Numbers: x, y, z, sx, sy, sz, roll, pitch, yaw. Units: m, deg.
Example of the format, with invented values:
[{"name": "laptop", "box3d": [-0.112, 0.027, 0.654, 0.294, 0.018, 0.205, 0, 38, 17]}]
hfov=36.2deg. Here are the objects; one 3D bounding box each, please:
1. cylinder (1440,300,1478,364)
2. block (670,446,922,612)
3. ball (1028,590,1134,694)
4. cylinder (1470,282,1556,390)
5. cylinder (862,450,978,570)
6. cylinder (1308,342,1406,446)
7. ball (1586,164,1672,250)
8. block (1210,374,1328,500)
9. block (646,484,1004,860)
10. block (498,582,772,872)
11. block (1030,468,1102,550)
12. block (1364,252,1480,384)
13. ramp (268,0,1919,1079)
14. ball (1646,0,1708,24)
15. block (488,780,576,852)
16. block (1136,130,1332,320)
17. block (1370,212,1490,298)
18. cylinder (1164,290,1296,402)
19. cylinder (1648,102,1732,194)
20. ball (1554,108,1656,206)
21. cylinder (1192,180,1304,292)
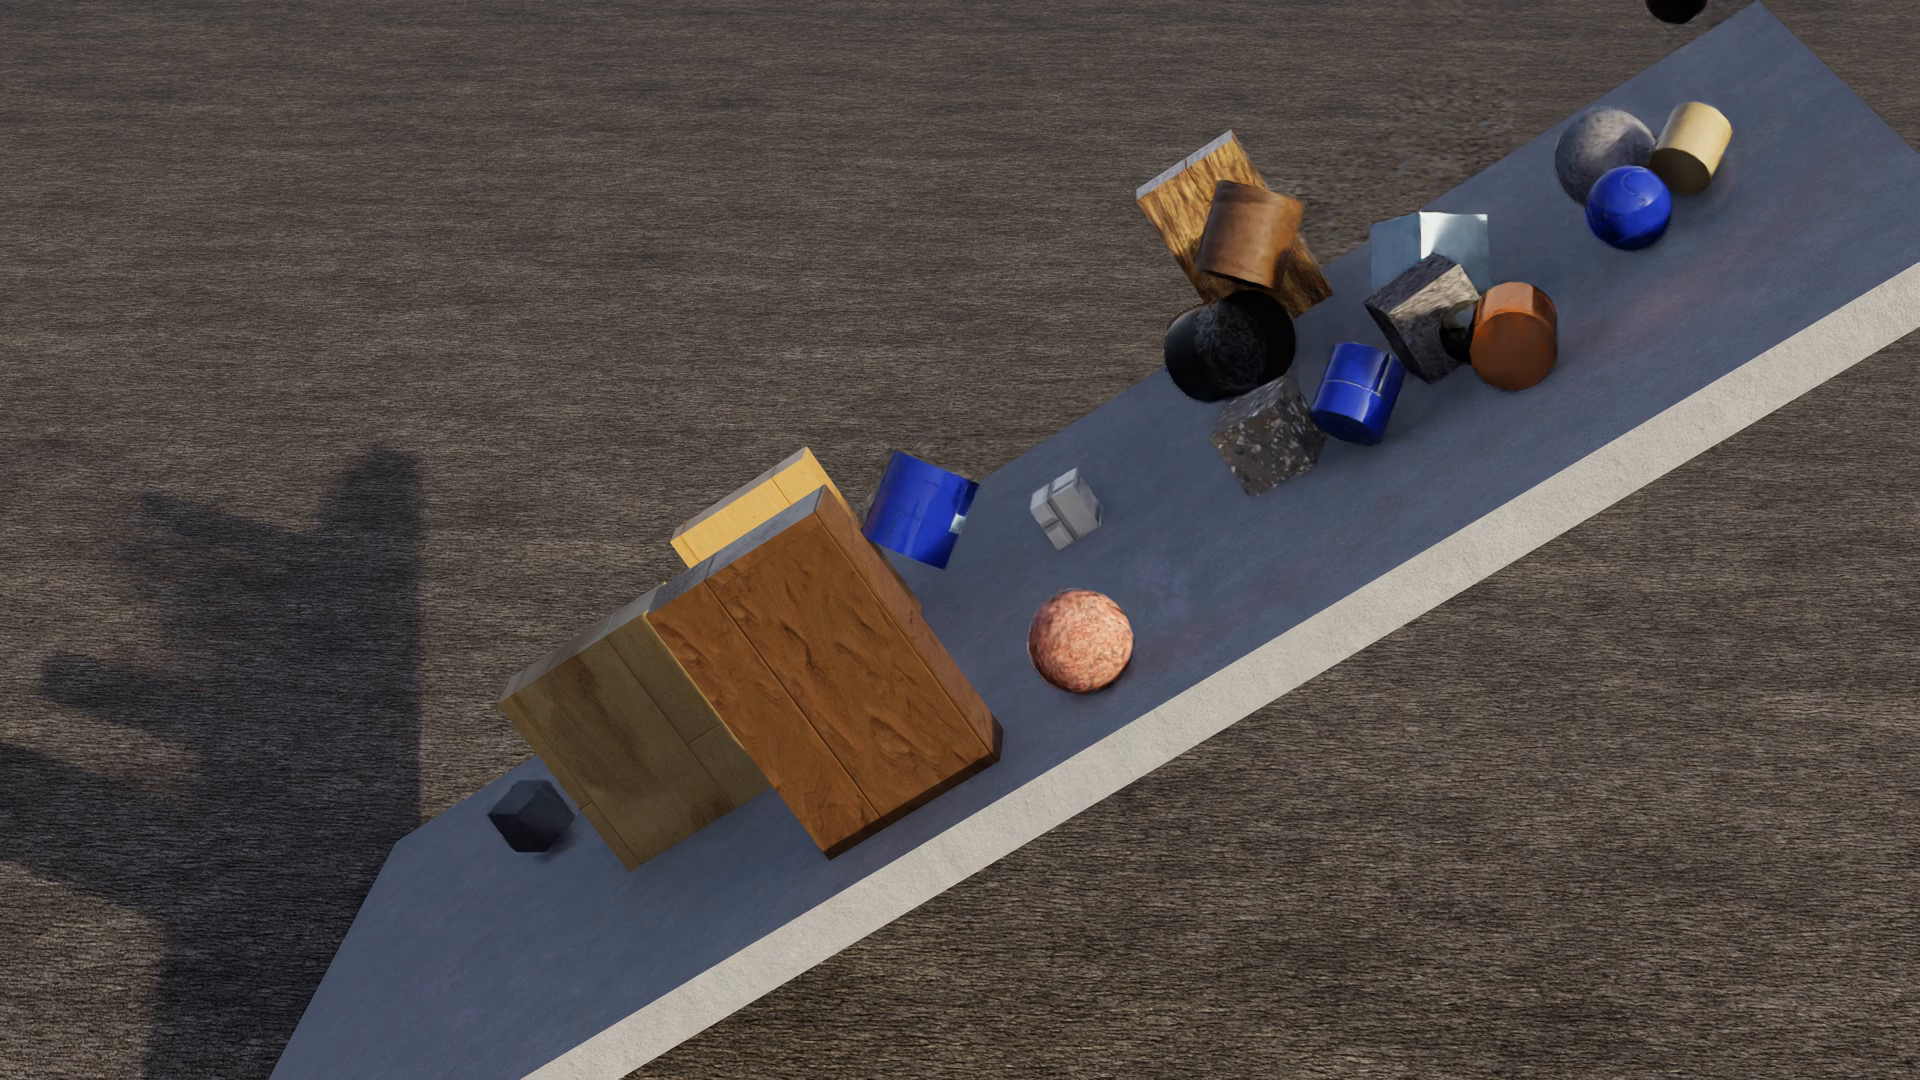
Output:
[{"name": "cylinder", "box3d": [1.015, -0.401, 5.705, 0.125, 0.125, 0.125, -6, 10, -15]}, {"name": "block", "box3d": [-0.366, 0.077, 6.602, 0.362, 0.456, 0.085, -32, 16, 14]}, {"name": "ball", "box3d": [0.226, 0.190, 5.493, 0.195, 0.195, 0.195, 0, 21, 0]}, {"name": "cylinder", "box3d": [1.042, -0.384, 5.535, 0.158, 0.158, 0.158, 4, 26, 10]}, {"name": "cylinder", "box3d": [-0.090, -0.068, 6.510, 0.204, 0.204, 0.204, 22, 2, -1]}, {"name": "cylinder", "box3d": [0.774, -0.284, 5.732, 0.149, 0.149, 0.149, 21, -14, 5]}, {"name": "ball", "box3d": [1.308, -0.650, 5.754, 0.166, 0.166, 0.166, 0, 21, 0]}, {"name": "block", "box3d": [0.623, -0.210, 5.920, 0.154, 0.154, 0.154, -27, 17, 29]}, {"name": "block", "box3d": [-0.250, 0.253, 5.551, 0.392, 0.597, 0.141, -32, 16, 14]}, {"name": "block", "box3d": [-0.666, 0.399, 6.253, 0.411, 0.468, 0.140, -32, 16, 14]}, {"name": "block", "box3d": [0.233, -0.068, 6.415, 0.110, 0.110, 0.110, -31, 16, 16]}, {"name": "block", "box3d": [0.947, -0.445, 5.895, 0.174, 0.174, 0.174, -35, 15, 1]}, {"name": "ramp", "box3d": [0.138, 0.172, 6.300, 4.000, 0.100, 2.000, -32, 16, 14]}, {"name": "ball", "box3d": [1.461, -1.116, 5.992, 0.130, 0.130, 0.130, 0, 21, 0]}, {"name": "block", "box3d": [-0.992, 0.639, 6.806, 0.117, 0.117, 0.117, -6, 36, 46]}, {"name": "block", "box3d": [0.635, -0.690, 6.805, 0.258, 0.435, 0.106, -32, 16, 14]}, {"name": "block", "box3d": [0.975, -0.579, 6.104, 0.173, 0.173, 0.173, -1, -2, -29]}, {"name": "cylinder", "box3d": [0.596, -0.428, 6.499, 0.210, 0.210, 0.210, -12, -3, -29]}, {"name": "cylinder", "box3d": [1.452, -0.779, 5.852, 0.129, 0.129, 0.129, 13, 58, 31]}, {"name": "ball", "box3d": [1.325, -0.779, 6.028, 0.207, 0.207, 0.207, 0, 21, 0]}, {"name": "cylinder", "box3d": [0.622, -0.655, 6.341, 0.195, 0.195, 0.195, 16, 3, -1]}]
